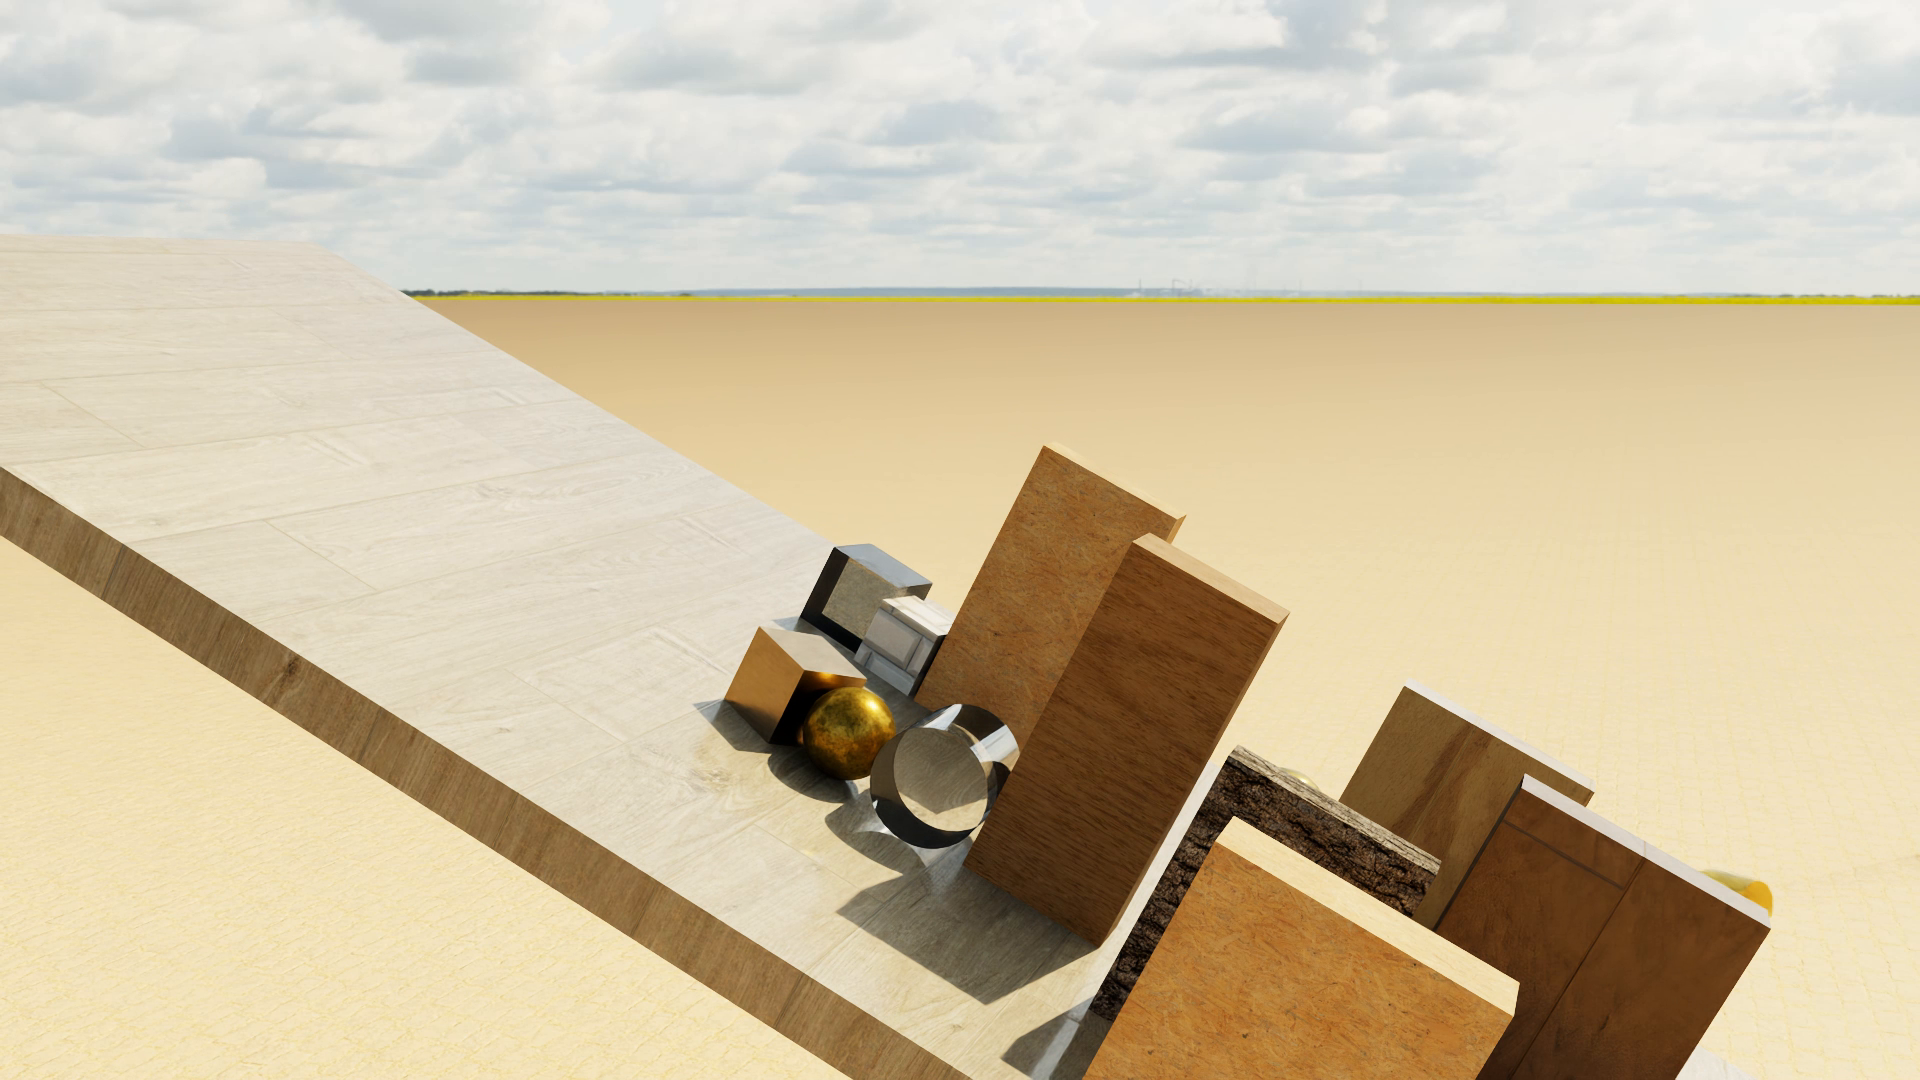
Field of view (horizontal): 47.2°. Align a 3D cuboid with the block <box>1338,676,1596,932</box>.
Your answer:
[{"bbox_3d":[0.978,0.587,4.449,0.419,0.463,0.098,30,14,12],"label":"block"}]

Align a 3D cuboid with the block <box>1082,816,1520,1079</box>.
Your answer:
[{"bbox_3d":[0.450,0.708,3.032,0.445,0.470,0.144,30,14,12],"label":"block"}]

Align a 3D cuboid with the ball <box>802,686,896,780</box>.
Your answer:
[{"bbox_3d":[-0.193,0.338,3.835,0.163,0.163,0.163,0,7,0],"label":"ball"}]

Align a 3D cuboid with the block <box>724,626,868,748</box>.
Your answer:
[{"bbox_3d":[-0.295,0.266,3.933,0.152,0.152,0.152,12,20,-45],"label":"block"}]

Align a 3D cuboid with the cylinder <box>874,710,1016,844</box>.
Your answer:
[{"bbox_3d":[-0.023,0.406,3.803,0.210,0.210,0.210,1,0,12],"label":"cylinder"}]

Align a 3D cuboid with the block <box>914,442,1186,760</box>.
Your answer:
[{"bbox_3d":[0.176,0.135,4.362,0.299,0.585,0.098,30,14,12],"label":"block"}]

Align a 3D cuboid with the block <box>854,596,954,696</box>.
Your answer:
[{"bbox_3d":[-0.100,0.215,4.497,0.142,0.142,0.142,32,15,21],"label":"block"}]

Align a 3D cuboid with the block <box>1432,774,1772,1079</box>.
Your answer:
[{"bbox_3d":[1.007,0.753,3.695,0.445,0.562,0.110,30,14,12],"label":"block"}]

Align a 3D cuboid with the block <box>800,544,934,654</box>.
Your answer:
[{"bbox_3d":[-0.195,0.125,4.594,0.168,0.168,0.168,32,15,20],"label":"block"}]

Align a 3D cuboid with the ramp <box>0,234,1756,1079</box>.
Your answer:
[{"bbox_3d":[-0.230,0.384,4.152,4.000,0.100,2.000,30,14,12],"label":"ramp"}]

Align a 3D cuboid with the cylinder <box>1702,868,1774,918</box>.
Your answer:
[{"bbox_3d":[2.170,1.024,6.198,0.163,0.163,0.163,-4,8,-32],"label":"cylinder"}]

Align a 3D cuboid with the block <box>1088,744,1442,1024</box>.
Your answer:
[{"bbox_3d":[0.467,0.613,3.403,0.354,0.472,0.086,30,14,12],"label":"block"}]

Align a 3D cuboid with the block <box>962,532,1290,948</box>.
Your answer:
[{"bbox_3d":[0.278,0.337,3.711,0.272,0.637,0.133,30,14,12],"label":"block"}]

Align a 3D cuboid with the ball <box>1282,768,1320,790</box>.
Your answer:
[{"bbox_3d":[0.668,0.562,4.567,0.179,0.179,0.179,0,7,0],"label":"ball"}]
